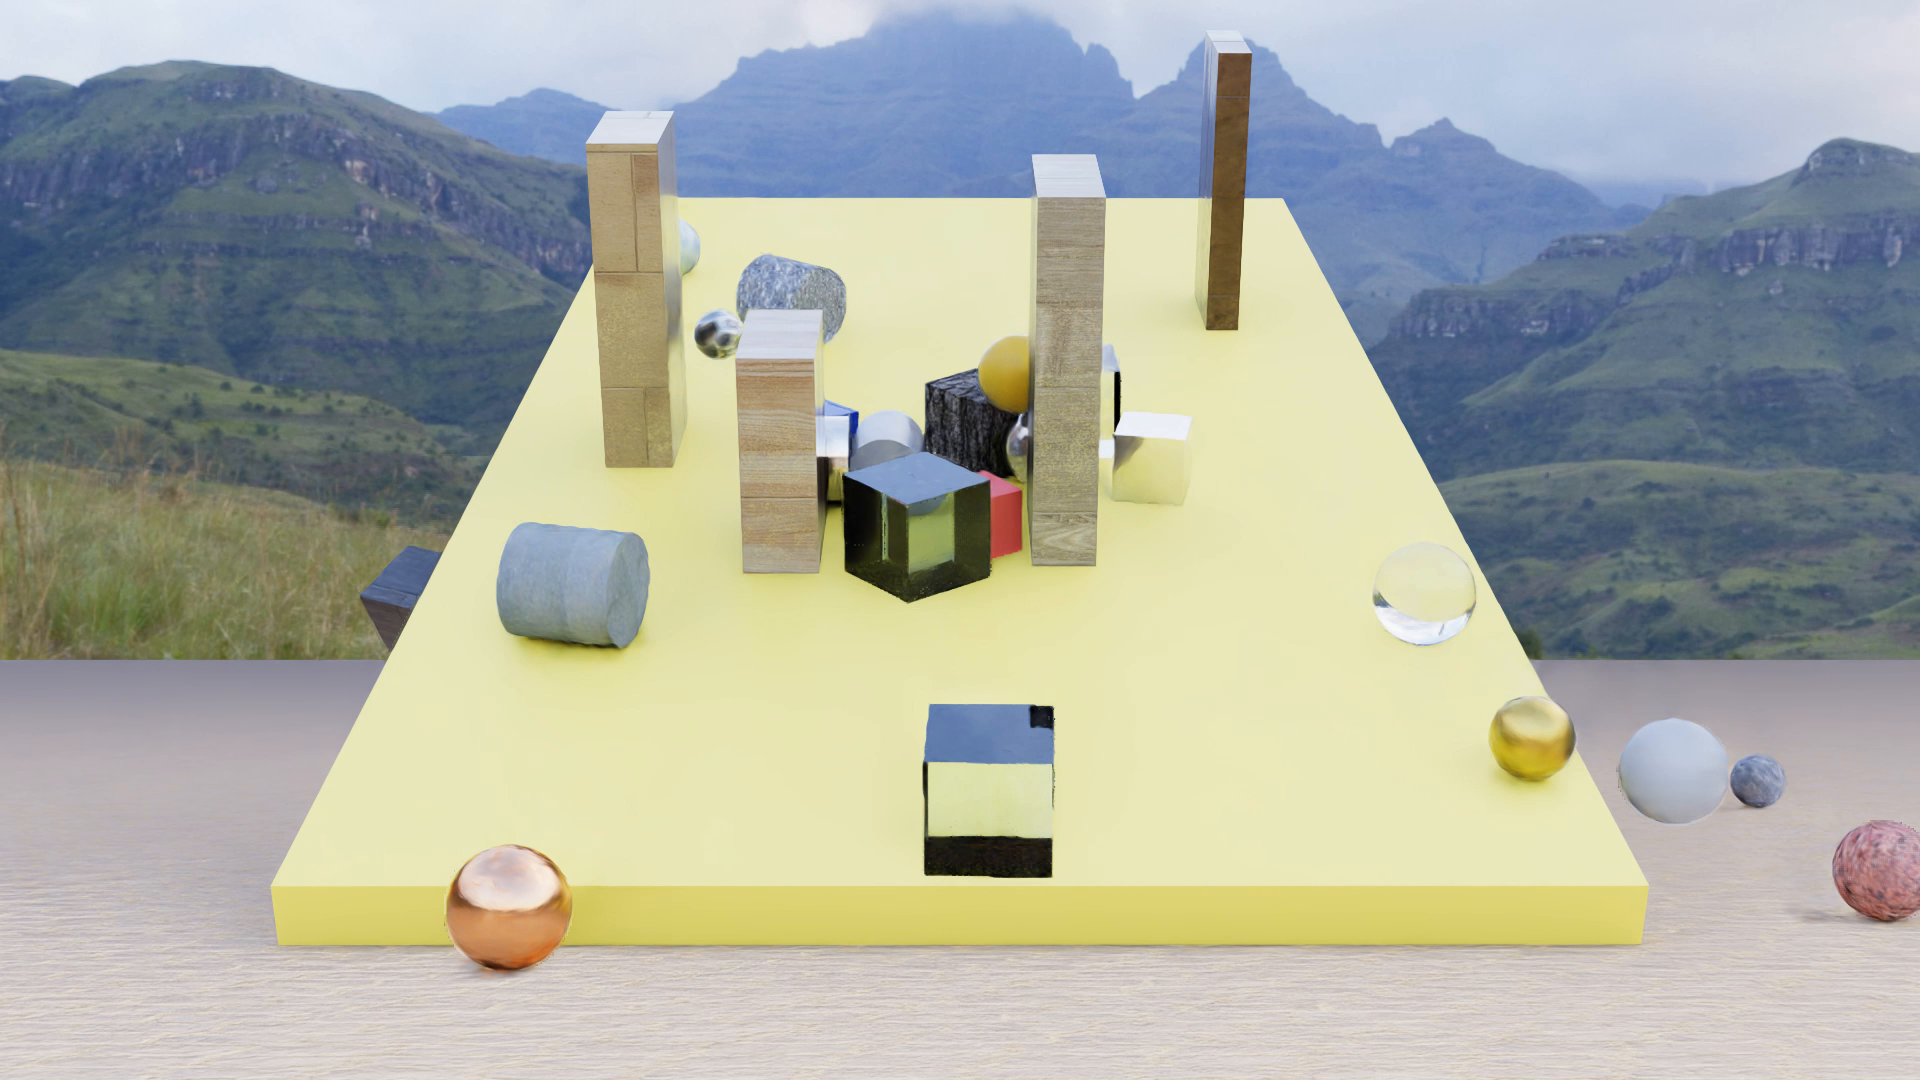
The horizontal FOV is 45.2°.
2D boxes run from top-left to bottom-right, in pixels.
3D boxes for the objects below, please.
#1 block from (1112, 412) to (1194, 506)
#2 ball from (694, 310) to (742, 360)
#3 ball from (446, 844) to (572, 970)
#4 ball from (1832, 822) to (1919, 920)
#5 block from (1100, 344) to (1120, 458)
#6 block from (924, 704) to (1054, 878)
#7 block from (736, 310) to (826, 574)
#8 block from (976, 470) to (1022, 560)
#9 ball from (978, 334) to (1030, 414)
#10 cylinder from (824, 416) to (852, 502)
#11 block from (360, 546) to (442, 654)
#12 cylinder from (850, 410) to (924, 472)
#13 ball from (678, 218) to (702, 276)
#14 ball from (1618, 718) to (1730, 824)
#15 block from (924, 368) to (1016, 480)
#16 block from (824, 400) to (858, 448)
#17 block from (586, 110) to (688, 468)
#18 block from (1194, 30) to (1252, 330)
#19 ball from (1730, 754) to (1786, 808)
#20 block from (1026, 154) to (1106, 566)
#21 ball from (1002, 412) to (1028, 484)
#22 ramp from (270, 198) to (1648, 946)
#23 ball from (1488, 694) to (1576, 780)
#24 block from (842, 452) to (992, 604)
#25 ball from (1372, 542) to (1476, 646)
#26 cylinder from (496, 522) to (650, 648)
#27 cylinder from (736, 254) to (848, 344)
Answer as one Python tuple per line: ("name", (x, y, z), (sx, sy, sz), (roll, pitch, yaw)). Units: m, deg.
("block", (0.399, -0.168, 4.761), (0.146, 0.146, 0.146), (5, 23, 11))
("ball", (-0.534, -0.454, 5.108), (0.110, 0.110, 0.110), (0, -3, 0))
("ball", (-0.610, 0.496, 3.120), (0.169, 0.169, 0.169), (0, -3, 0))
("ball", (1.483, 0.531, 3.704), (0.157, 0.157, 0.157), (0, -3, 0))
("block", (0.240, -0.303, 5.018), (0.195, 0.195, 0.195), (-1, 23, -2))
("block", (0.044, 0.370, 3.420), (0.187, 0.187, 0.187), (1, 23, 2))
("block", (-0.341, -0.193, 4.447), (0.145, 0.430, 0.303), (0, 23, 0))
("block", (0.031, -0.044, 4.486), (0.128, 0.128, 0.128), (-15, 27, -31))
("ball", (0.118, -0.339, 4.706), (0.164, 0.164, 0.164), (0, -3, 0))
("cylinder", (-0.313, -0.167, 4.717), (0.175, 0.175, 0.175), (0, -3, 0))
("block", (-1.383, 0.171, 5.987), (0.202, 0.202, 0.202), (11, 46, 31))
("cylinder", (-0.150, -0.171, 4.752), (0.146, 0.146, 0.146), (0, 27, 2))
("ball", (-0.779, -0.786, 6.207), (0.165, 0.165, 0.165), (0, -3, 0))
("ball", (1.132, 0.367, 3.658), (0.168, 0.168, 0.168), (0, -3, 0))
("block", (0.053, -0.246, 4.899), (0.181, 0.181, 0.181), (-19, 30, -38))
("block", (-0.304, -0.214, 4.889), (0.128, 0.128, 0.128), (-20, 30, -40))
("block", (-0.682, -0.534, 4.915), (0.144, 0.698, 0.304), (0, 23, 0))
("block", (0.660, -0.907, 5.815), (0.081, 0.696, 0.301), (0, 23, 0))
("ball", (2.212, 0.669, 6.397), (0.146, 0.146, 0.146), (0, -3, 0))
("block", (0.200, -0.346, 4.438), (0.123, 0.723, 0.329), (0, 23, 0))
("ball", (0.179, -0.196, 4.779), (0.182, 0.182, 0.182), (0, -3, 0))
("ramp", (-0.007, -0.224, 5.211), (2.000, 0.100, 4.000), (0, 23, 0))
("ball", (0.901, 0.311, 3.633), (0.134, 0.134, 0.134), (0, -3, 0))
("block", (-0.081, -0.027, 4.354), (0.197, 0.197, 0.197), (-17, 28, -36))
("ball", (0.821, 0.096, 4.085), (0.183, 0.183, 0.183), (0, -3, 0))
("cylinder", (-0.684, 0.078, 4.089), (0.203, 0.203, 0.203), (6, -1, 13))
("cylinder", (-0.417, -0.593, 5.708), (0.195, 0.195, 0.195), (18, 9, 37))
